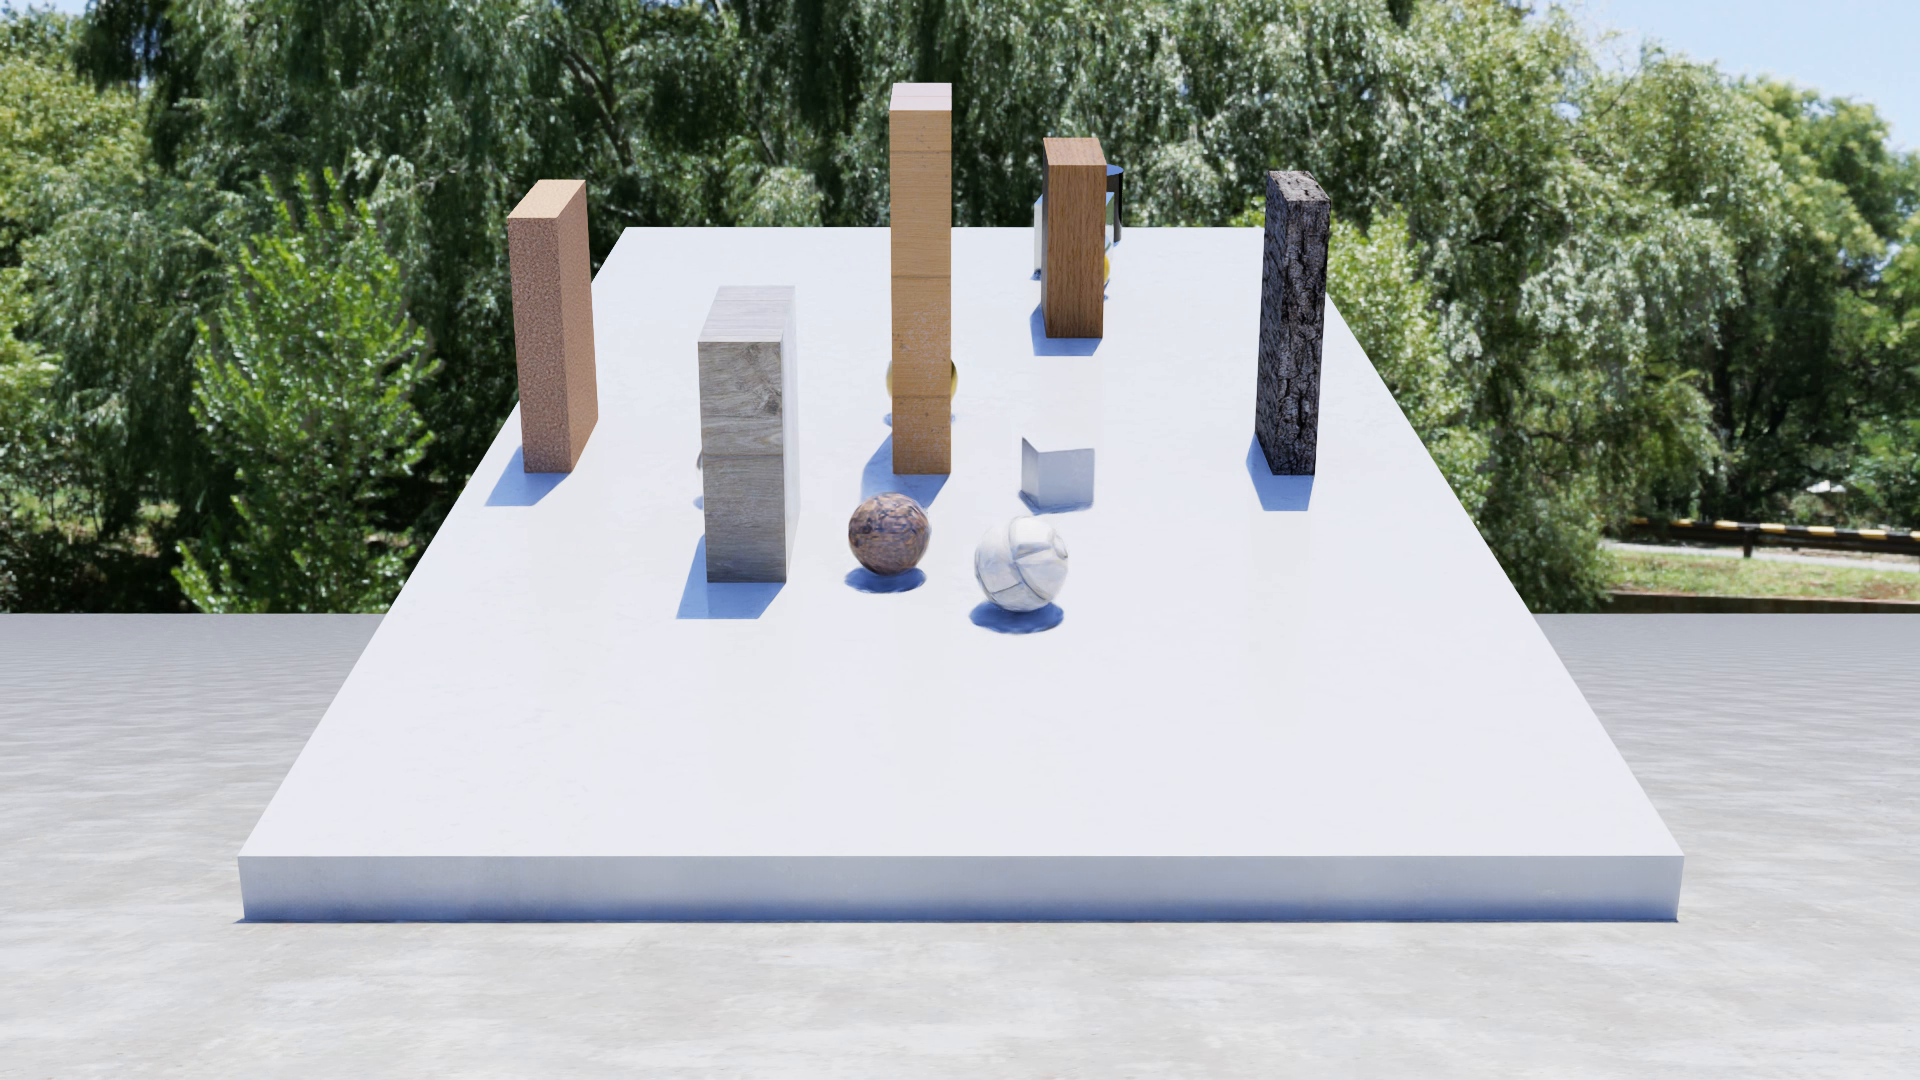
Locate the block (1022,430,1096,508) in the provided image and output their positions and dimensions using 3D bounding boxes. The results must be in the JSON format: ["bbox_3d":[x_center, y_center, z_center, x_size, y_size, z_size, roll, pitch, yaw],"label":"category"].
[{"bbox_3d":[0.195,-0.142,4.538,0.116,0.116,0.116,-5,21,-14],"label":"block"}]

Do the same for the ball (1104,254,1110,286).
[{"bbox_3d":[0.332,-0.724,6.082,0.140,0.140,0.140,0,-2,0],"label":"ball"}]

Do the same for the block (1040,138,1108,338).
[{"bbox_3d":[0.287,-0.775,5.791,0.142,0.436,0.372,0,20,0],"label":"block"}]

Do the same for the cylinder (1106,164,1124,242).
[{"bbox_3d":[0.380,-0.996,6.727,0.204,0.204,0.204,0,20,0],"label":"cylinder"}]

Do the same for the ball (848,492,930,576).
[{"bbox_3d":[-0.129,-0.011,4.130,0.152,0.152,0.152,0,-2,0],"label":"ball"}]

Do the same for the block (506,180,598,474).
[{"bbox_3d":[-0.851,-0.454,4.775,0.099,0.535,0.379,0,20,0],"label":"block"}]

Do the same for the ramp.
[{"bbox_3d":[-0.005,-0.209,5.030,2.000,0.100,4.000,0,20,0],"label":"ramp"}]

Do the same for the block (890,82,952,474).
[{"bbox_3d":[-0.079,-0.545,4.712,0.121,0.749,0.336,0,20,0],"label":"block"}]

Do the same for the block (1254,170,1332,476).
[{"bbox_3d":[0.689,-0.454,4.726,0.087,0.573,0.302,0,20,0],"label":"block"}]

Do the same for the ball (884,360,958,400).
[{"bbox_3d":[-0.086,-0.356,5.048,0.163,0.163,0.163,0,-2,0],"label":"ball"}]

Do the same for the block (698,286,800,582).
[{"bbox_3d":[-0.386,-0.204,4.220,0.145,0.451,0.406,0,20,0],"label":"block"}]

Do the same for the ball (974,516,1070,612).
[{"bbox_3d":[0.107,0.042,3.964,0.167,0.167,0.167,0,-2,0],"label":"ball"}]

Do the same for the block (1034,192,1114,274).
[{"bbox_3d":[0.321,-0.862,6.372,0.197,0.197,0.197,4,21,10],"label":"block"}]

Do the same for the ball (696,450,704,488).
[{"bbox_3d":[-0.465,-0.144,4.525,0.126,0.126,0.126,0,-2,0],"label":"ball"}]
